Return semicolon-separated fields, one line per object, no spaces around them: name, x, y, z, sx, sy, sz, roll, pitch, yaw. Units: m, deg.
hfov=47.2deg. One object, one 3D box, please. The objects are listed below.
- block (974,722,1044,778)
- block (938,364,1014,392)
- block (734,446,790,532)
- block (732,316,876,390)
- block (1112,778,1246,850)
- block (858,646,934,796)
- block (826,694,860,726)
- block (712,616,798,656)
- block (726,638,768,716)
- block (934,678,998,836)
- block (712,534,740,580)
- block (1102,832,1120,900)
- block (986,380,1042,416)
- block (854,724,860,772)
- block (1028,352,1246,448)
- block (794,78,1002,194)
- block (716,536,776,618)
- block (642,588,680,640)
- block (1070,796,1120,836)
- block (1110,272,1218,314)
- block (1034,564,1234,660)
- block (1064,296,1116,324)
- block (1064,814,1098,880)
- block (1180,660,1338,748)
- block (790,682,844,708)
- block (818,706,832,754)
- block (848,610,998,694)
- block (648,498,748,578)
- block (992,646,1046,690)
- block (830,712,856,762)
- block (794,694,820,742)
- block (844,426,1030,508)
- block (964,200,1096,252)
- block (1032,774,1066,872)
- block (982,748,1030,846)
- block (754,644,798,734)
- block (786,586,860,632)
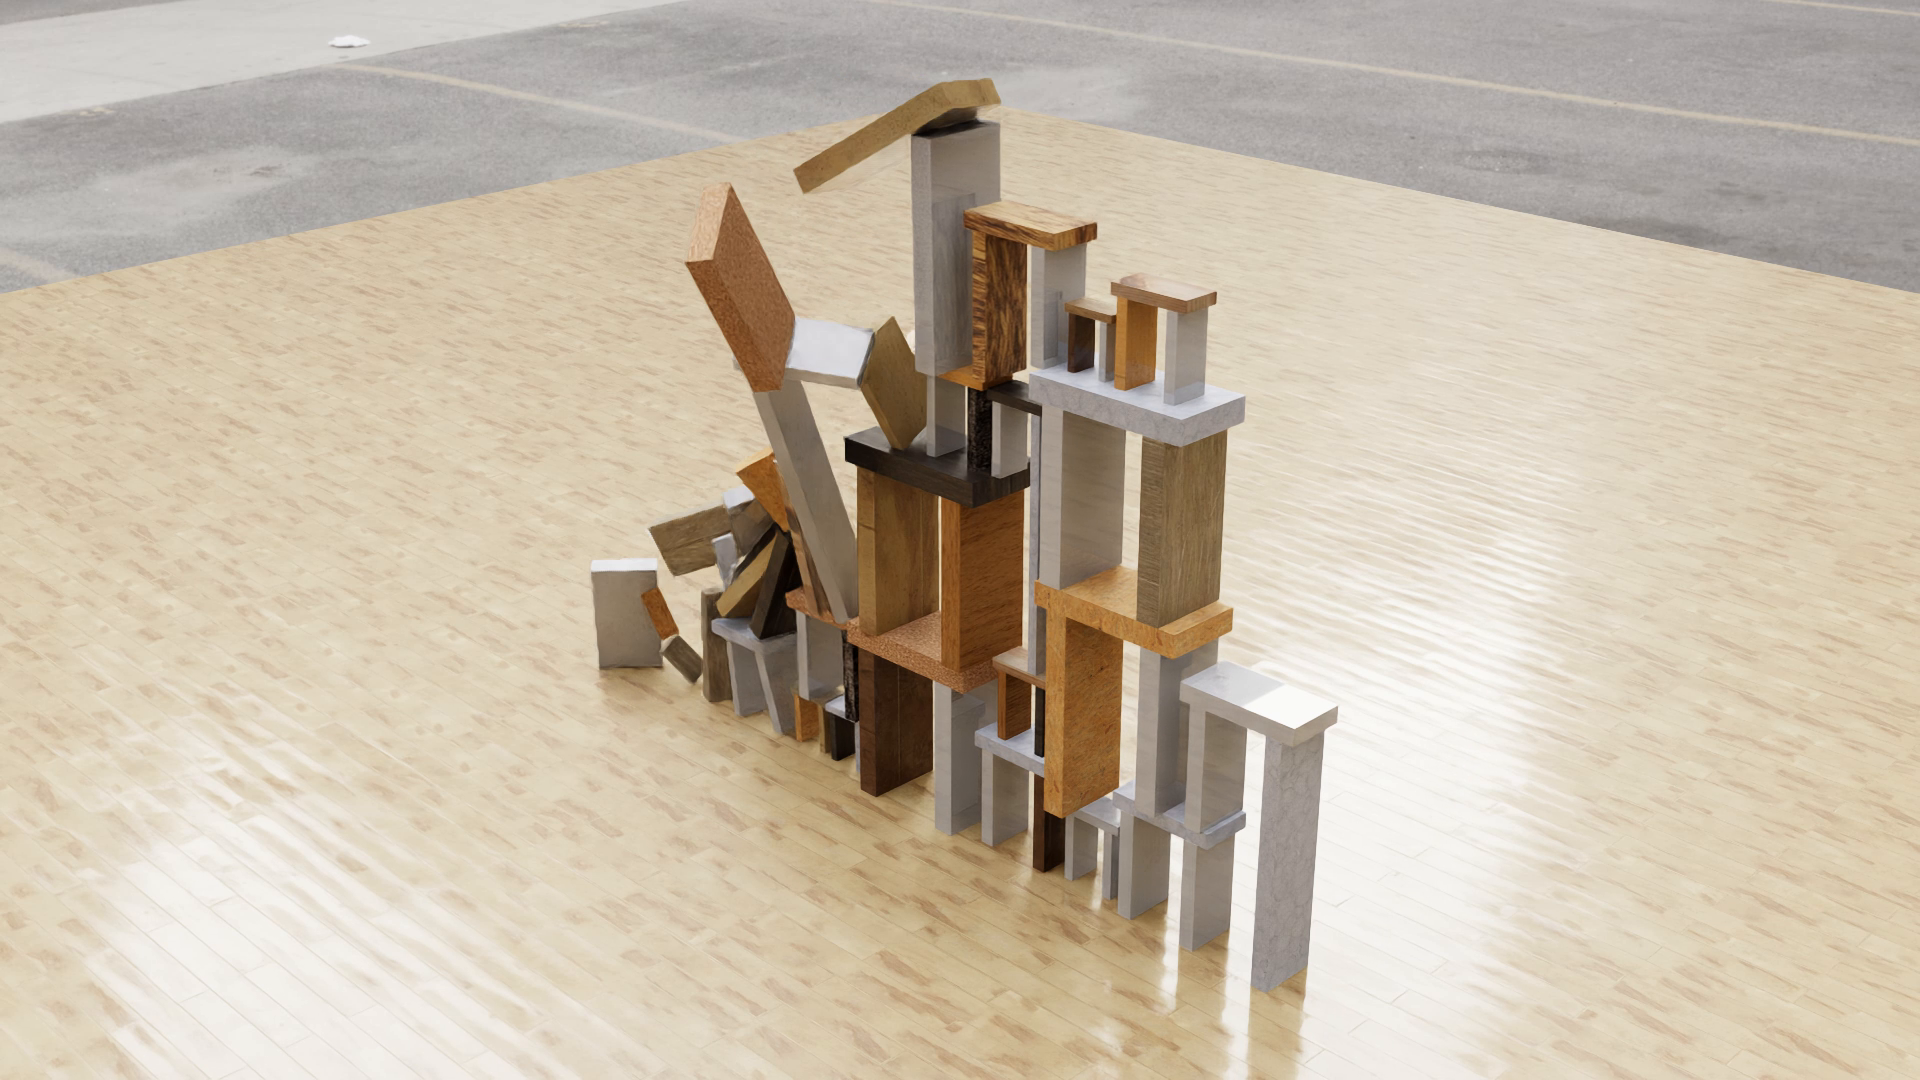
block;0.139;0.400;4.247;0.208;0.029;0.104;21;31;41
block;0.012;-0.315;4.077;0.162;0.023;0.081;21;31;40
block;-0.364;-0.104;4.435;0.095;0.189;0.027;-27;40;12
block;-0.286;-0.349;4.025;0.237;0.034;0.118;10;57;10
block;0.398;0.489;3.999;0.222;0.031;0.111;21;31;41
block;-0.131;0.348;4.519;0.047;0.329;0.164;21;31;41
block;-0.222;0.357;4.606;0.113;0.016;0.057;19;31;39
block;-0.443;0.199;4.760;0.095;0.027;0.190;-19;26;-38
block;-0.458;0.285;4.844;0.095;0.190;0.027;-14;17;-29
block;0.024;0.409;4.377;0.164;0.329;0.047;-21;31;-41
block;-0.506;0.036;4.764;0.046;0.092;0.013;-22;24;-25
block;0.302;0.602;4.157;0.020;0.144;0.072;21;31;41
block;0.127;-0.256;3.982;0.073;0.021;0.147;-21;31;-41
block;-0.193;0.427;4.607;0.016;0.113;0.057;21;32;40
block;0.303;-0.246;3.797;0.343;0.049;0.171;21;31;40
block;-0.114;-0.727;3.966;0.353;0.050;0.176;-24;-1;34
block;-0.389;0.069;4.706;0.145;0.290;0.041;-4;59;-43
block;-0.667;0.164;4.889;0.016;0.112;0.056;-26;2;-40
block;0.266;0.513;4.156;0.144;0.020;0.072;21;31;40
block;0.340;-0.414;3.683;0.163;0.023;0.081;21;31;40
block;0.309;0.117;3.939;0.327;0.046;0.163;21;31;40
block;0.238;-0.396;3.795;0.107;0.015;0.054;21;31;40
block;0.234;0.576;4.220;0.020;0.144;0.072;21;31;41
block;0.512;0.279;3.780;0.246;0.035;0.123;21;31;41
block;-0.304;0.323;4.683;0.113;0.016;0.057;20;32;40
block;-0.275;0.393;4.686;0.016;0.113;0.057;21;33;38
block;-0.052;0.206;4.374;0.328;0.047;0.164;21;31;40
block;-0.541;-0.014;4.835;0.262;0.131;0.037;-16;24;20
block;0.140;0.244;4.178;0.146;0.021;0.073;21;31;41
block;-0.248;0.406;4.656;0.016;0.113;0.057;21;32;40
block;-0.328;0.373;4.735;0.016;0.113;0.057;21;33;39
block;-0.039;-0.152;4.202;0.349;0.049;0.175;21;31;40
block;0.122;-0.553;3.860;0.109;0.031;0.218;-21;31;-40
block;0.188;0.529;4.248;0.029;0.208;0.104;21;31;41
block;0.090;0.491;4.338;0.029;0.208;0.104;21;31;41
block;-0.381;0.313;4.770;0.027;0.190;0.095;7;26;45
block;-0.251;0.136;4.541;0.205;0.029;0.103;20;31;38
